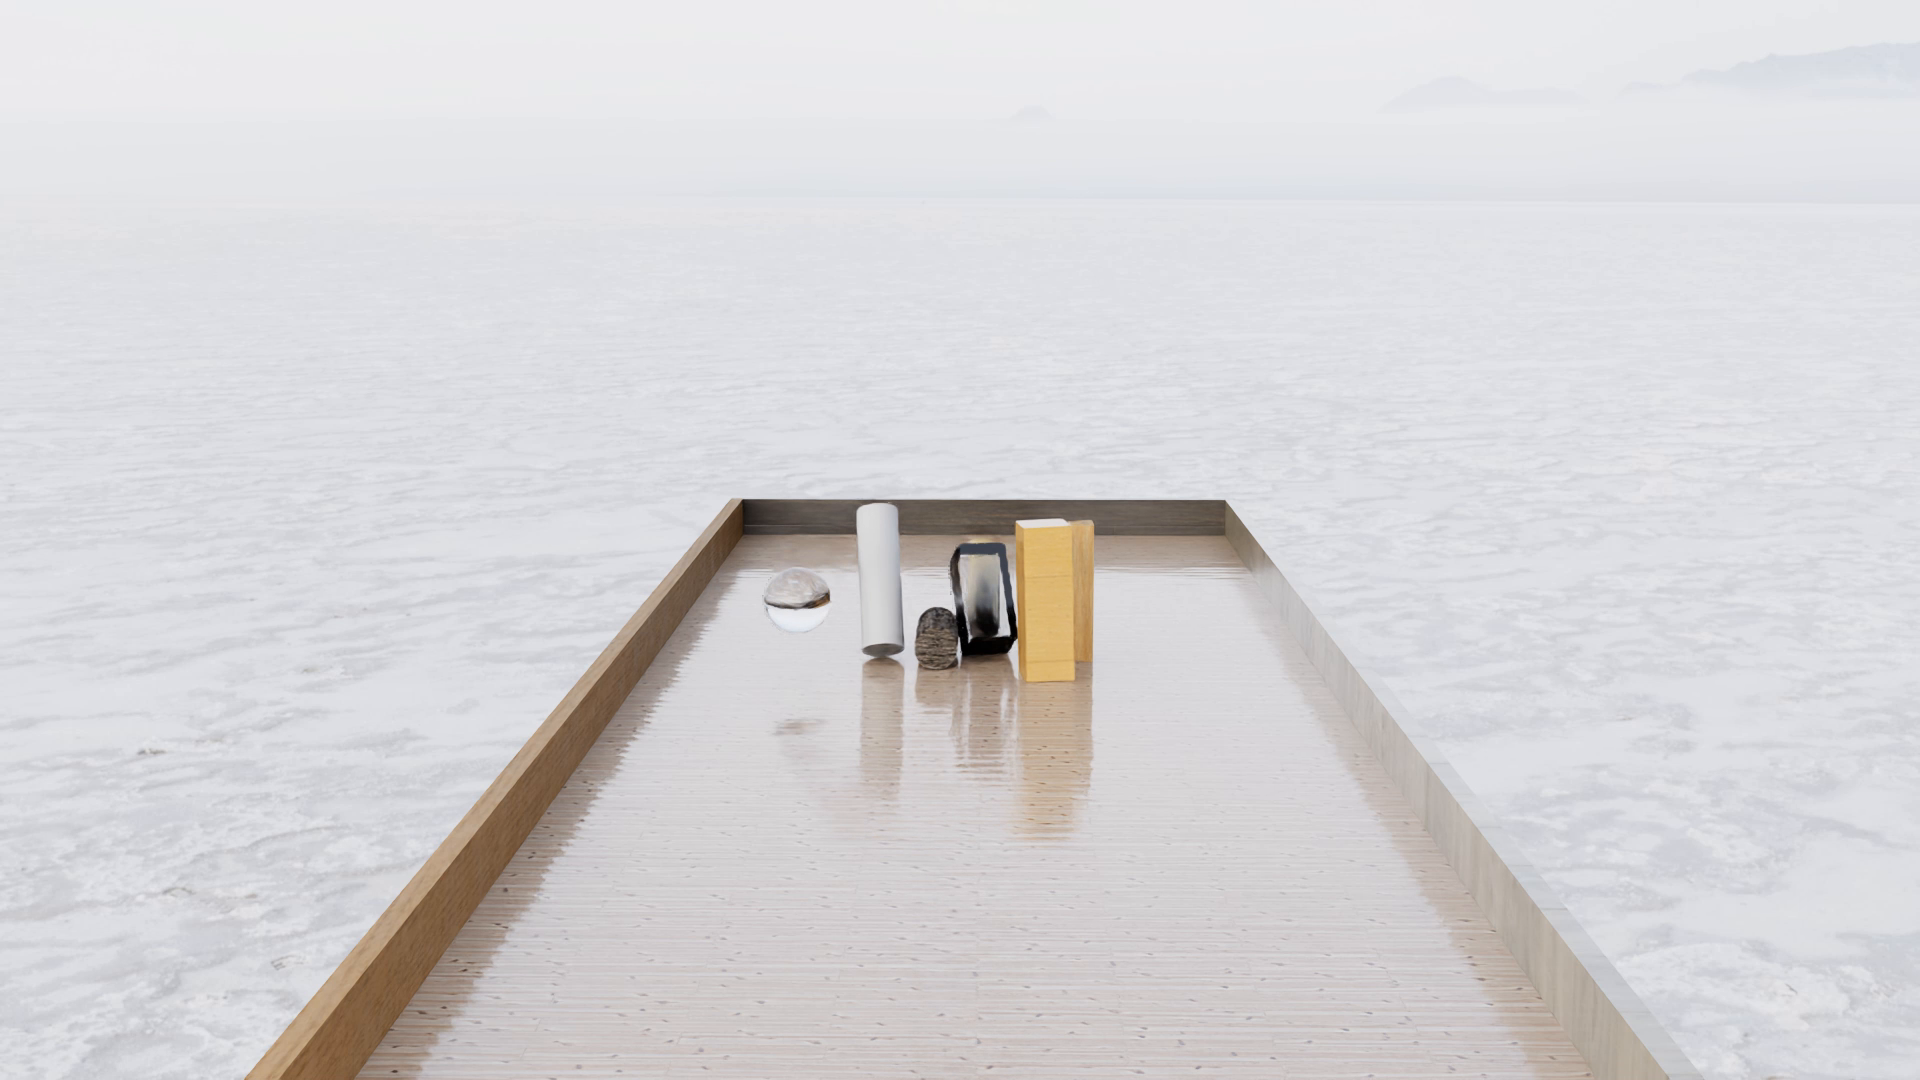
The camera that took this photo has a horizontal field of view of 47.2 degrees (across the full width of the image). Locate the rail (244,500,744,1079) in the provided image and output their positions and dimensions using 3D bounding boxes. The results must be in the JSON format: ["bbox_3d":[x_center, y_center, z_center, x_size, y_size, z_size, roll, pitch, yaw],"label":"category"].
[{"bbox_3d":[-1.004,0.839,3.234,0.050,0.150,12.000,0,9,1],"label":"rail"}]

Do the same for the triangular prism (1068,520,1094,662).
[{"bbox_3d":[0.374,0.152,6.713,0.119,0.418,0.103,5,10,29],"label":"triangular prism"}]

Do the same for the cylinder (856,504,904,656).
[{"bbox_3d":[-0.246,0.122,6.770,0.129,0.455,0.129,-3,-21,-1],"label":"cylinder"}]

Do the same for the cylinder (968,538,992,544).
[{"bbox_3d":[0.064,0.164,6.987,0.103,0.103,0.375,0,46,2],"label":"cylinder"}]

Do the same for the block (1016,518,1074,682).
[{"bbox_3d":[0.248,0.176,6.436,0.142,0.455,0.142,-3,9,-8],"label":"block"}]

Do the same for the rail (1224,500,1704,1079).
[{"bbox_3d":[1.046,0.843,3.208,0.050,0.150,12.000,0,9,1],"label":"rail"}]

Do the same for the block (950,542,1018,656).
[{"bbox_3d":[0.072,0.181,6.778,0.147,0.311,0.147,-2,-24,-13],"label":"block"}]

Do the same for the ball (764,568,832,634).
[{"bbox_3d":[-0.497,0.185,6.752,0.203,0.203,0.203,0,9,0],"label":"ball"}]

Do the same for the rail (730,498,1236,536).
[{"bbox_3d":[0.099,-0.098,9.147,2.100,0.150,0.050,0,9,1],"label":"rail"}]
